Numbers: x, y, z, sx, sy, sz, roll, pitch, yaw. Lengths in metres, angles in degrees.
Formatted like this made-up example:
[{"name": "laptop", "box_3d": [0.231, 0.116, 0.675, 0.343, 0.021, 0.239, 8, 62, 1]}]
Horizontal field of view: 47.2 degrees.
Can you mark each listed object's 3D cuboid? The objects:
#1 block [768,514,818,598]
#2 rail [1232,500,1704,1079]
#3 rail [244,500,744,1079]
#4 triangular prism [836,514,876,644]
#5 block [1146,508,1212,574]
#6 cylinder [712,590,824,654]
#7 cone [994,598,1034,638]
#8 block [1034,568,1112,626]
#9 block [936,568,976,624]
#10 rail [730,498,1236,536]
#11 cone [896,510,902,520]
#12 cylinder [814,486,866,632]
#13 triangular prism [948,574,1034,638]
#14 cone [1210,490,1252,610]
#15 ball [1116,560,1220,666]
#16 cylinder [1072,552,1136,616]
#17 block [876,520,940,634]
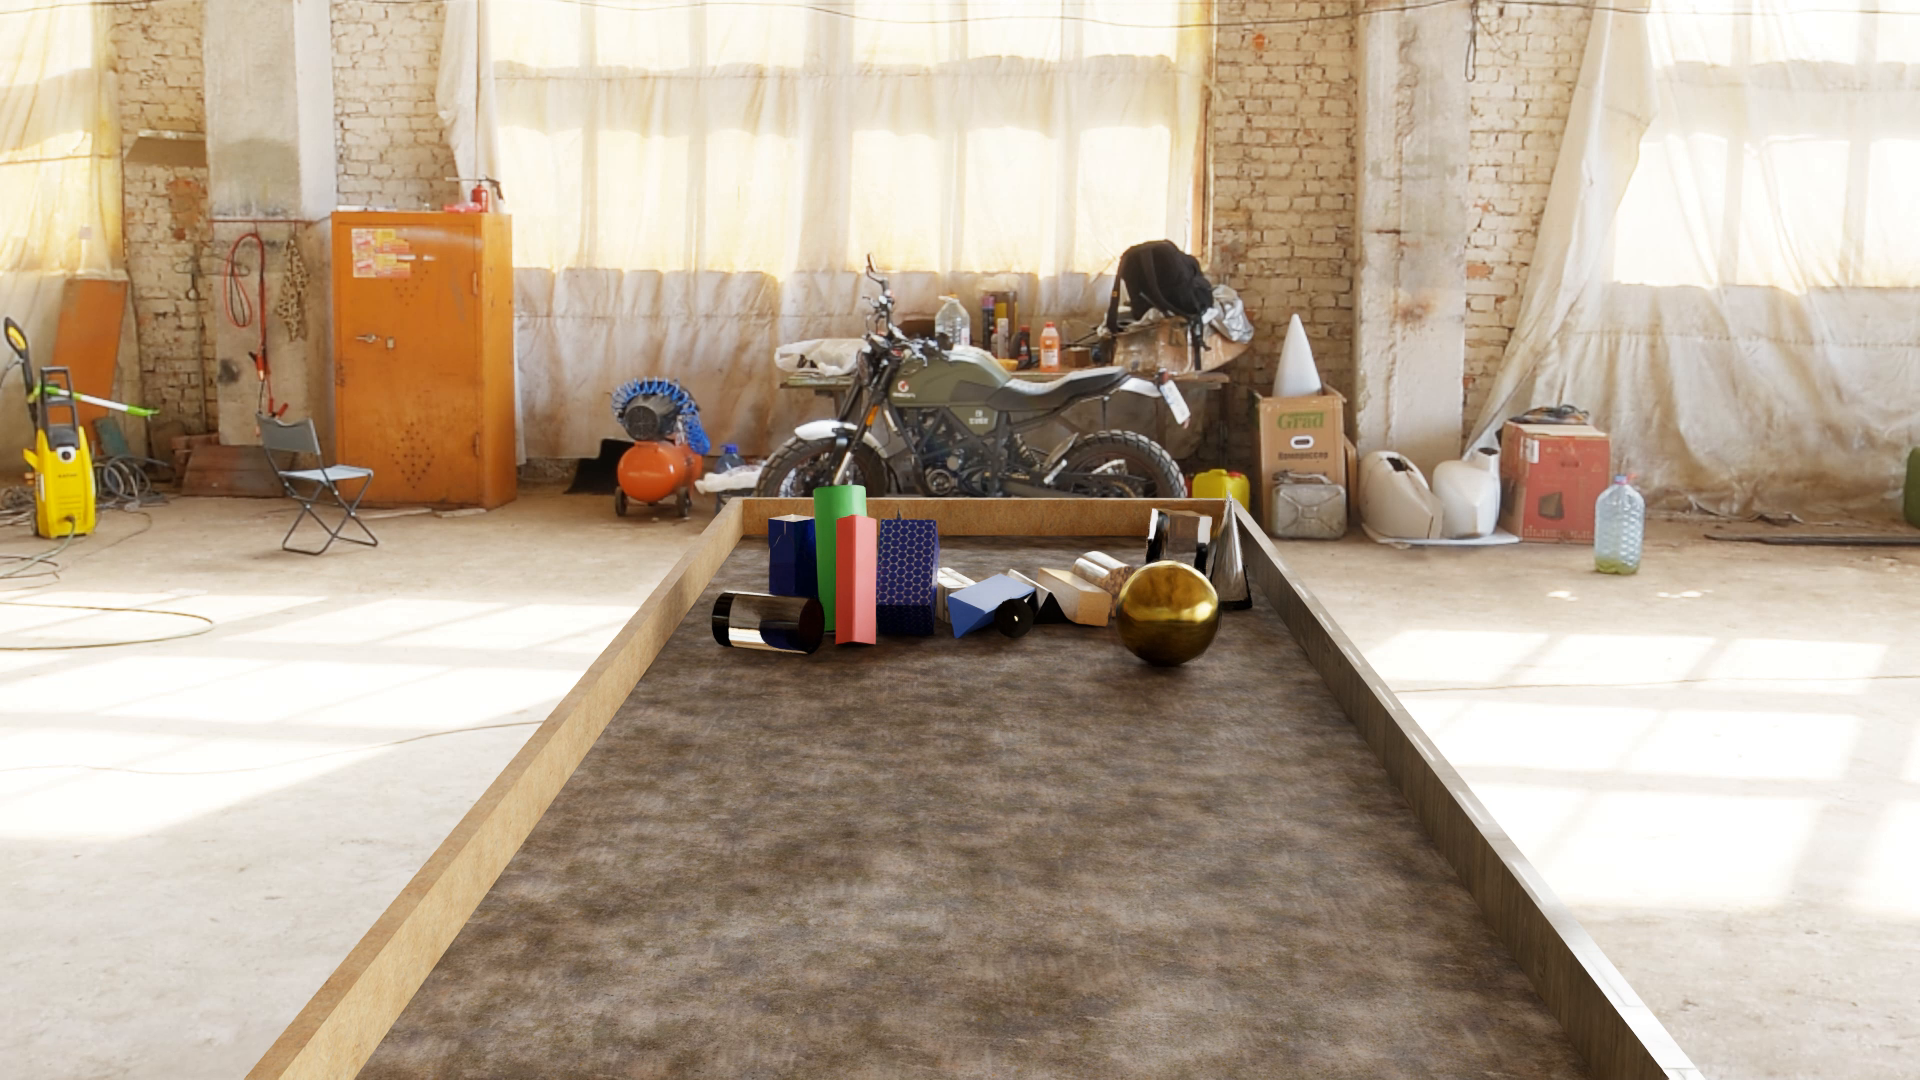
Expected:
[{"name": "block", "box_3d": [-0.544, 0.105, 7.203, 0.115, 0.358, 0.115, 7, 12, 38]}, {"name": "rail", "box_3d": [1.046, 0.843, 3.208, 0.050, 0.150, 12.000, 0, 9, 1]}, {"name": "rail", "box_3d": [-1.004, 0.839, 3.234, 0.050, 0.150, 12.000, 0, 9, 1]}, {"name": "triangular prism", "box_3d": [-0.344, 0.128, 6.929, 0.107, 0.398, 0.124, -5, -9, 30]}, {"name": "block", "box_3d": [0.738, 0.067, 7.506, 0.155, 0.323, 0.155, 4, 7, -19]}, {"name": "cylinder", "box_3d": [-0.595, 0.255, 6.838, 0.304, 0.174, 0.174, 4, 10, 24]}, {"name": "cone", "box_3d": [0.178, 0.249, 7.237, 0.126, 0.126, 0.407, 0, 0, 2]}, {"name": "block", "box_3d": [0.377, 0.190, 7.410, 0.108, 0.108, 0.458, 8, 7, -17]}, {"name": "block", "box_3d": [-0.039, 0.186, 7.452, 0.119, 0.119, 0.377, -3, 9, -17]}, {"name": "rail", "box_3d": [0.099, -0.098, 9.147, 2.100, 0.150, 0.050, 0, 9, 1]}, {"name": "cone", "box_3d": [-0.188, 0.064, 7.299, 0.155, 0.384, 0.155, -5, -22, -2]}, {"name": "cylinder", "box_3d": [-0.376, 0.063, 7.059, 0.168, 0.459, 0.168, -3, -5, 0]}, {"name": "triangular prism", "box_3d": [0.082, 0.193, 7.204, 0.139, 0.120, 0.437, -42, -9, 23]}, {"name": "cone", "box_3d": [0.922, 0.022, 7.538, 0.166, 0.415, 0.166, 0, 9, 0]}, {"name": "ball", "box_3d": [0.624, 0.220, 6.609, 0.316, 0.316, 0.316, 0, 9, 0]}, {"name": "cylinder", "box_3d": [0.508, 0.151, 7.493, 0.176, 0.176, 0.313, -2, 9, -15]}, {"name": "block", "box_3d": [-0.169, 0.118, 7.108, 0.179, 0.327, 0.179, 1, -34, 4]}]
